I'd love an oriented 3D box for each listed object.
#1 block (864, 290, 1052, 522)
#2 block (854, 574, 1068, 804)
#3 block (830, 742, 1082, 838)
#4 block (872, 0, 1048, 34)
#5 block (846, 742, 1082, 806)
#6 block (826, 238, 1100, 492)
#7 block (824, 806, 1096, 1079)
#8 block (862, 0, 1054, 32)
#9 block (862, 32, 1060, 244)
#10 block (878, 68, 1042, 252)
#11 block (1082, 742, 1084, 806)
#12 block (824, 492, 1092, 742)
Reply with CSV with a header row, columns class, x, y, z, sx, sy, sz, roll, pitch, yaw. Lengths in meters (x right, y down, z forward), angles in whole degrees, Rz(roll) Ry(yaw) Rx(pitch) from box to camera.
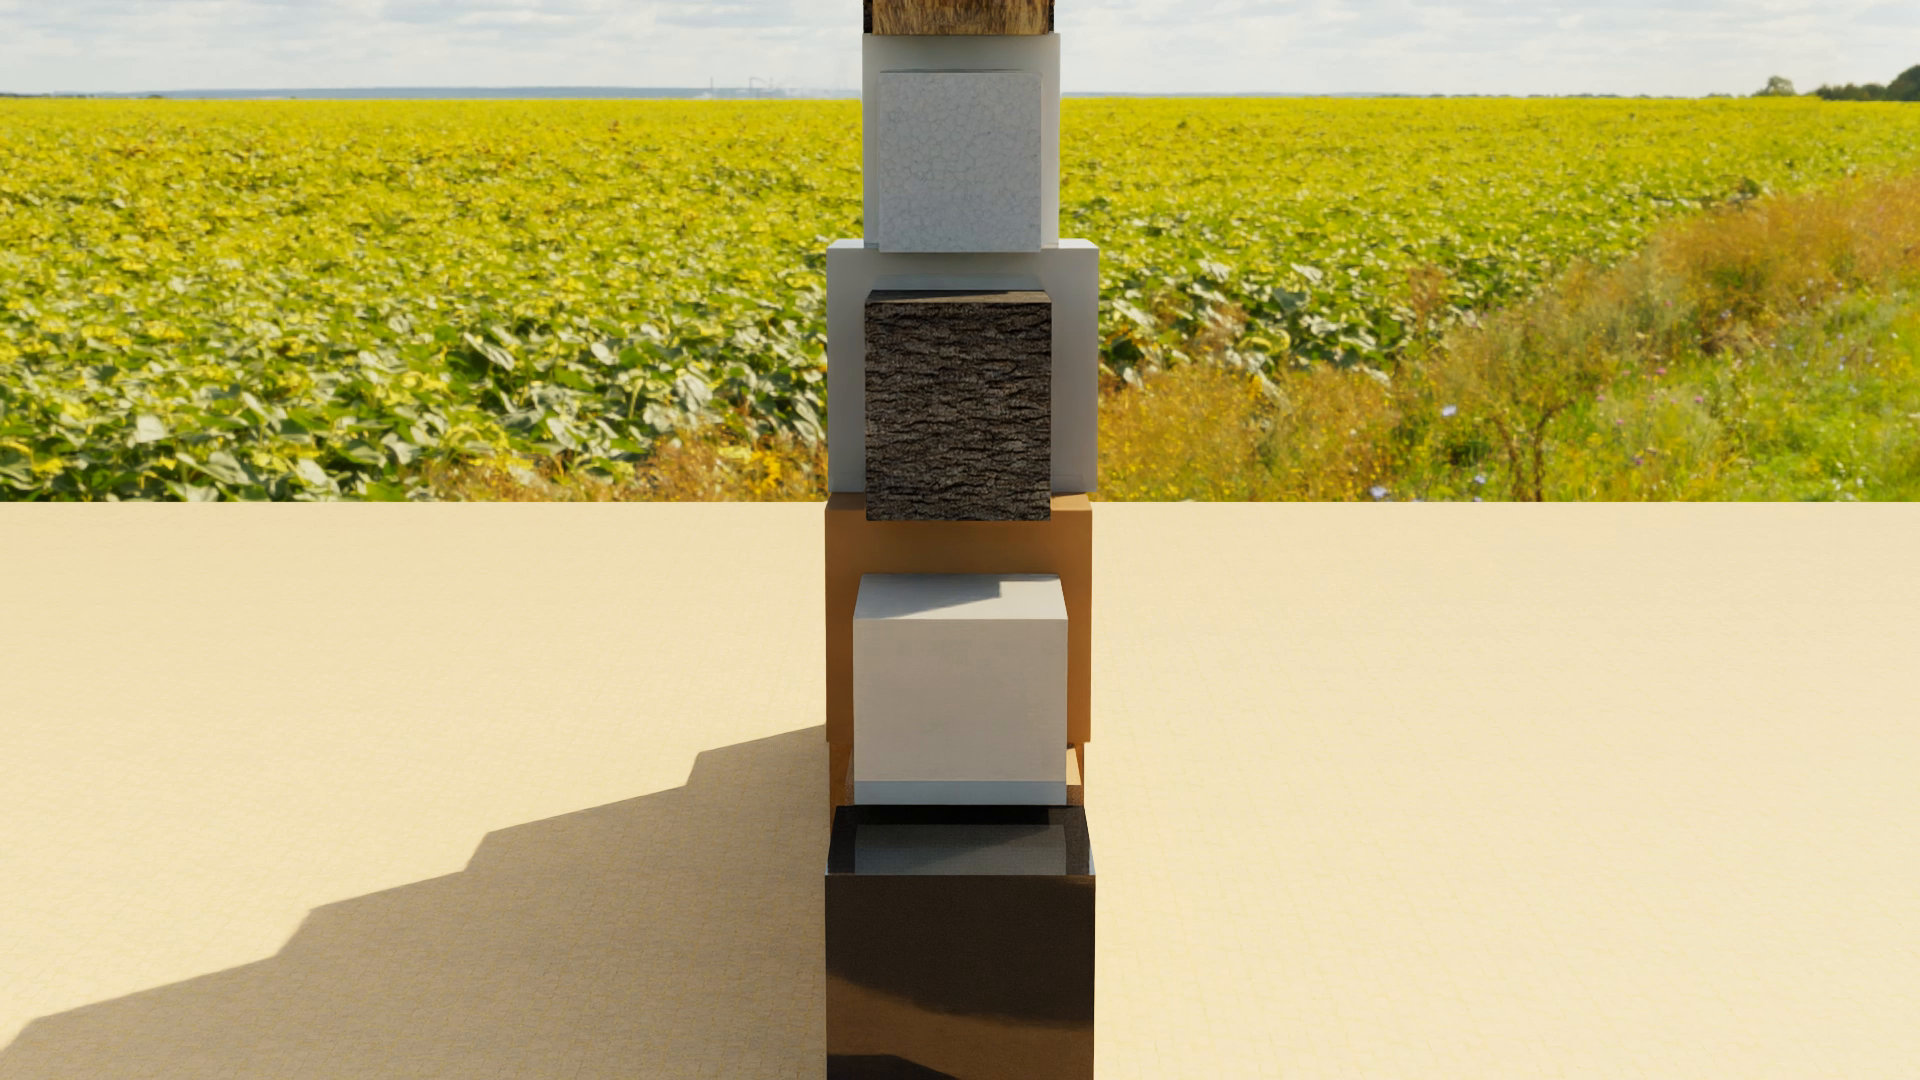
class,x,y,z,sx,sy,sz,roll,pitch,yaw
block,-0.007,-0.526,9.770,0.679,0.804,0.784,0,9,0
block,0.001,0.530,9.391,0.748,0.669,0.816,0,10,0
block,-0.017,1.135,10.713,0.998,0.934,1.028,0,10,0
block,0.002,-2.395,10.431,0.690,0.654,0.824,0,12,0
block,0.011,1.288,9.791,0.855,0.963,0.821,0,10,0
block,0.010,-0.747,10.677,1.072,0.969,1.058,0,9,0
block,0.001,1.473,8.981,0.899,0.888,0.820,0,10,0
block,-0.006,-2.085,11.541,0.826,0.942,0.790,0,12,0
block,0.005,-1.715,10.858,0.807,0.852,0.697,0,12,0
block,-0.001,-1.516,10.183,0.625,0.683,0.699,0,12,0
block,-0.006,0.958,11.742,1.101,0.914,1.040,0,10,0
block,-0.006,0.260,10.272,1.016,0.901,0.969,0,9,0
